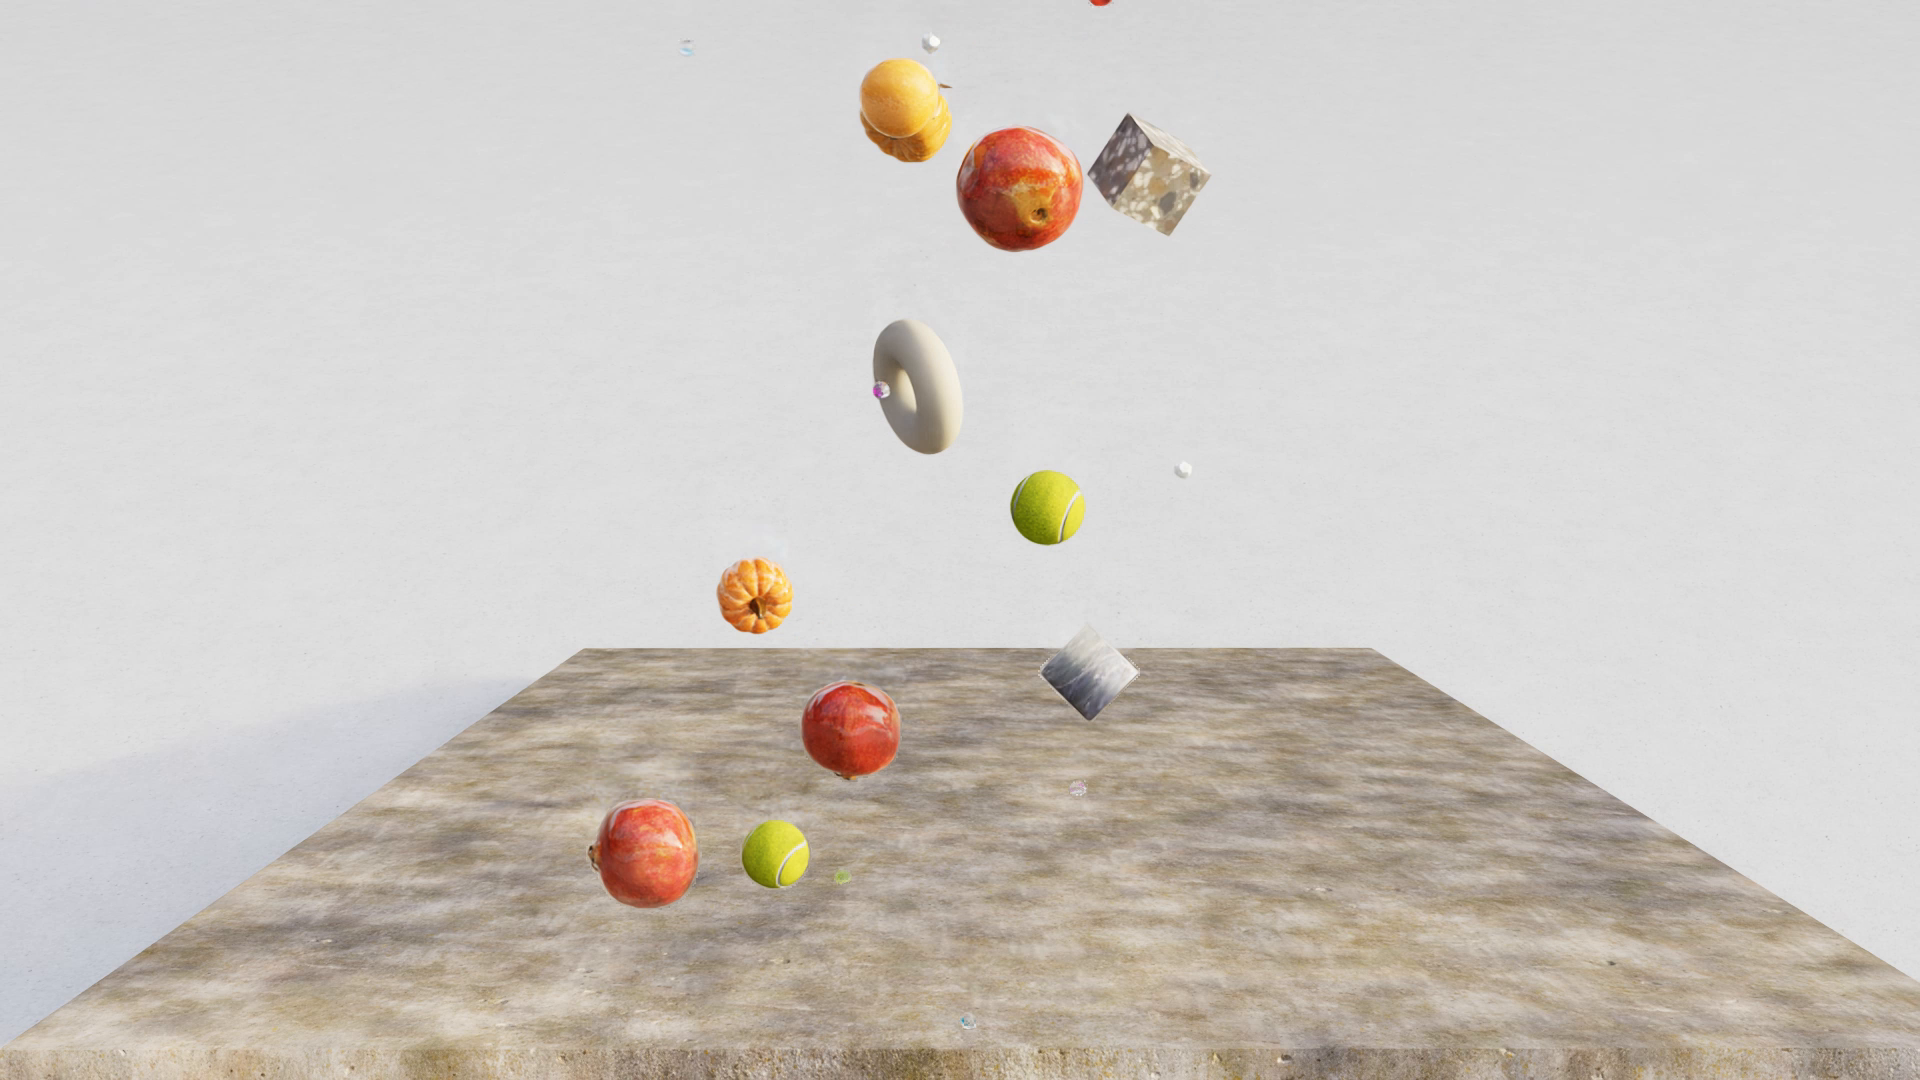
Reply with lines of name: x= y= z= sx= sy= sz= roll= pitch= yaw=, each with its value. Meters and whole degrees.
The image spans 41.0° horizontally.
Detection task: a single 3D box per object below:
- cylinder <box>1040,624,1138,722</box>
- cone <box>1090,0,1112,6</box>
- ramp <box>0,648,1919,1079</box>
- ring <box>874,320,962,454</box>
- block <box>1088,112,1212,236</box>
cylinder: x=0.142 y=0.146 z=2.831 sx=0.077 sy=0.077 sz=0.077 roll=44 pitch=31 yaw=4
cone: x=0.172 y=-0.560 z=2.456 sx=0.091 sy=0.091 sz=0.091 roll=-10 pitch=23 yaw=-23
ramp: x=0.048 y=0.438 z=4.532 sx=2.000 sy=0.100 sz=4.000 roll=0 pitch=3 yaw=0
ring: x=-0.042 y=-0.150 z=2.506 sx=0.045 sy=0.136 sz=0.136 roll=-18 pitch=26 yaw=-23
block: x=0.190 y=-0.368 z=2.586 sx=0.076 sy=0.076 sz=0.076 roll=21 pitch=25 yaw=-31
